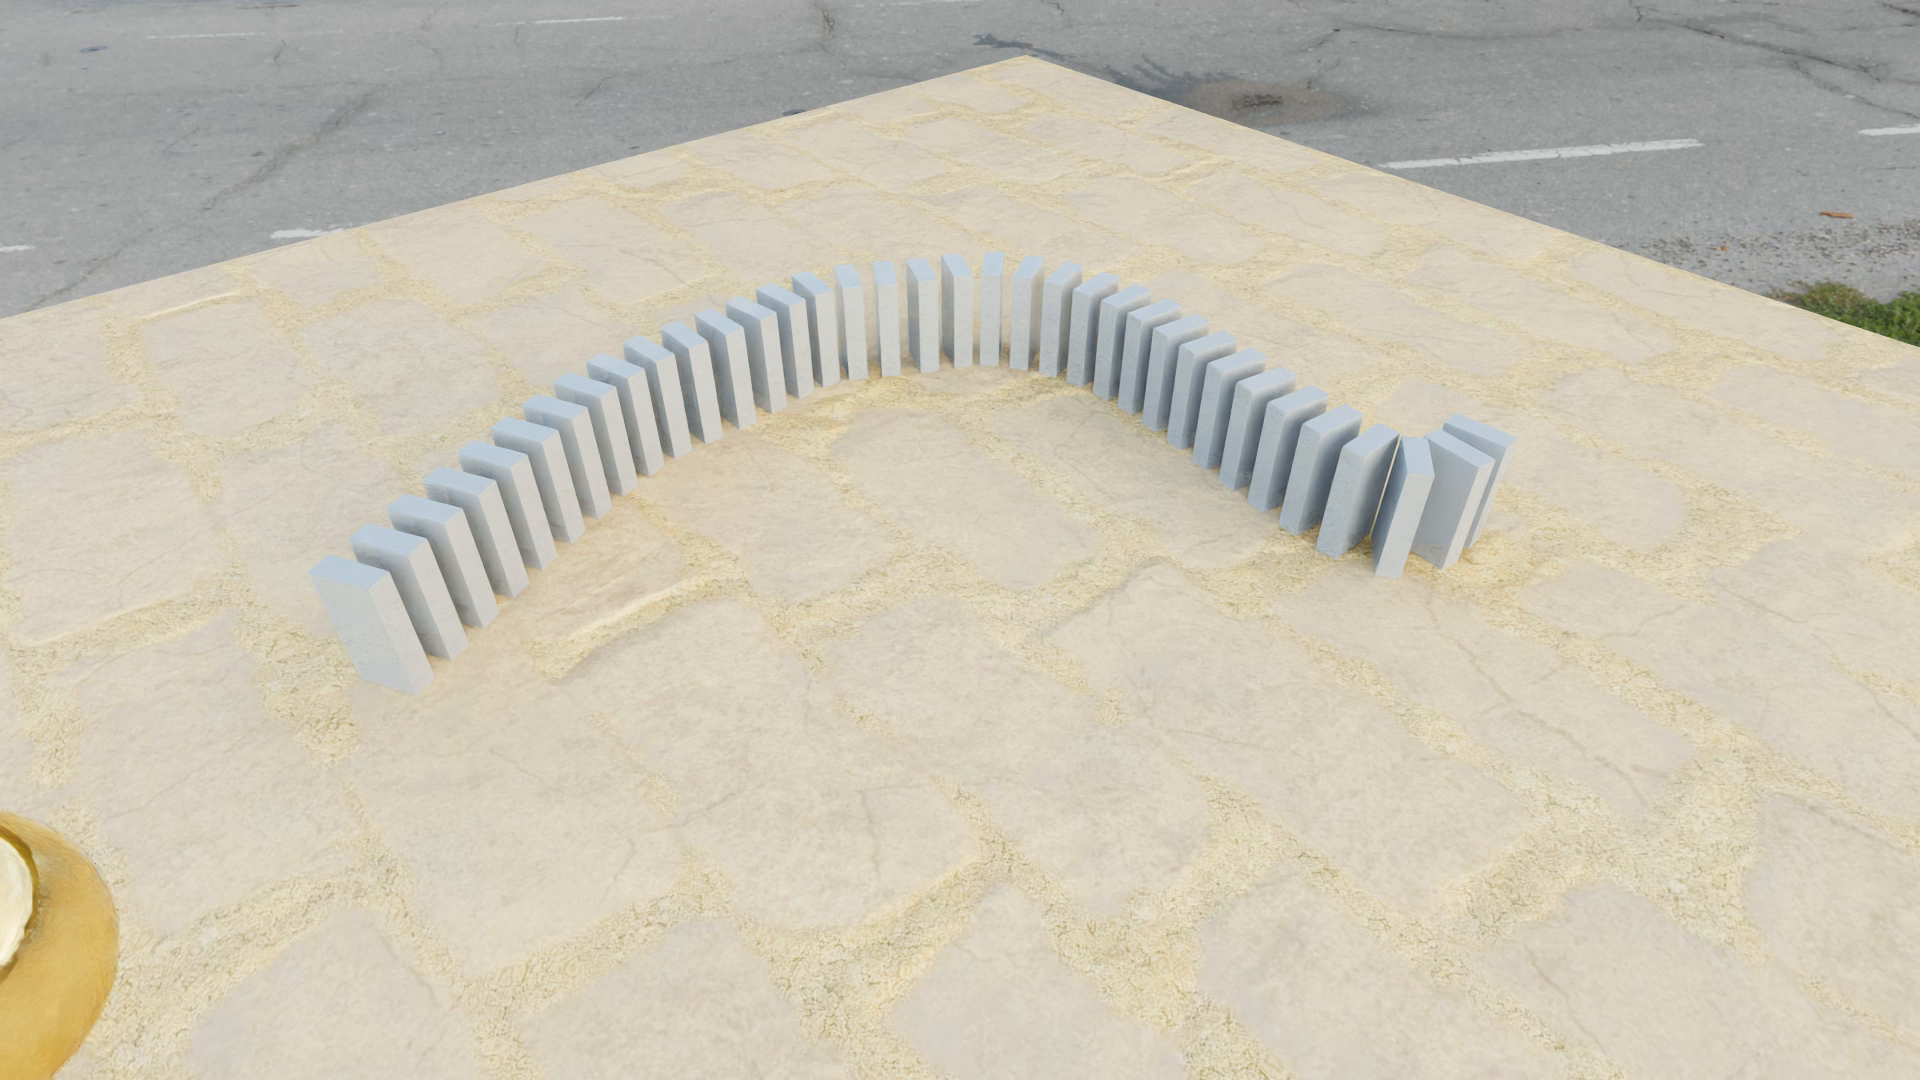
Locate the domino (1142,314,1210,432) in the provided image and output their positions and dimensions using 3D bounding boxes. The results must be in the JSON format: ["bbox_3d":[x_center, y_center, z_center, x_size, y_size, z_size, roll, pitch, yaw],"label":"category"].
[{"bbox_3d":[0.099,-0.076,0.504,0.025,0.050,0.010,-22,44,-25],"label":"domino"}]

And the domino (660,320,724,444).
[{"bbox_3d":[-0.121,-0.071,0.498,0.009,0.050,0.025,-29,47,-31],"label":"domino"}]

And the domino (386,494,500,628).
[{"bbox_3d":[-0.188,0.008,0.401,0.025,0.050,0.009,13,41,15],"label":"domino"}]

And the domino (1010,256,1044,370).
[{"bbox_3d":[0.033,-0.113,0.550,0.010,0.050,0.025,12,41,14],"label":"domino"}]

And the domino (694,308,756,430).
[{"bbox_3d":[-0.108,-0.079,0.507,0.009,0.050,0.025,-31,49,-32],"label":"domino"}]

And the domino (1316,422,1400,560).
[{"bbox_3d":[0.157,-0.019,0.435,0.025,0.050,0.009,-29,48,-31],"label":"domino"}]

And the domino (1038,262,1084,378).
[{"bbox_3d":[0.050,-0.109,0.544,0.009,0.050,0.025,19,43,22],"label":"domino"}]

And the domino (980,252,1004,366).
[{"bbox_3d":[0.016,-0.116,0.553,0.009,0.050,0.025,4,39,5],"label":"domino"}]

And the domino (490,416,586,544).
[{"bbox_3d":[-0.168,-0.023,0.440,0.025,0.050,0.009,15,42,17],"label":"domino"}]

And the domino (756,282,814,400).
[{"bbox_3d":[-0.084,-0.095,0.528,0.025,0.050,0.010,31,49,32],"label":"domino"}]

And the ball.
[{"bbox_3d":[-0.250,0.104,0.261,0.080,0.080,0.080,0,39,0],"label":"ball"}]

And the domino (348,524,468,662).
[{"bbox_3d":[-0.194,0.019,0.388,0.025,0.050,0.010,13,41,15],"label":"domino"}]

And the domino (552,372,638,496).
[{"bbox_3d":[-0.154,-0.044,0.465,0.025,0.050,0.009,18,42,20],"label":"domino"}]

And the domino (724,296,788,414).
[{"bbox_3d":[-0.096,-0.087,0.517,0.025,0.050,0.010,29,47,31],"label":"domino"}]

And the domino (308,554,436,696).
[{"bbox_3d":[-0.200,0.030,0.375,0.025,0.050,0.010,13,41,16],"label":"domino"}]

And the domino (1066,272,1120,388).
[{"bbox_3d":[0.065,-0.102,0.536,0.010,0.050,0.025,28,47,30],"label":"domino"}]

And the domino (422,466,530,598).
[{"bbox_3d":[-0.182,-0.002,0.414,0.025,0.050,0.009,13,41,16],"label":"domino"}]

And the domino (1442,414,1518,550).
[{"bbox_3d":[0.201,-0.023,0.440,0.025,0.050,0.009,32,49,33],"label":"domino"}]

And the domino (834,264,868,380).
[{"bbox_3d":[-0.054,-0.107,0.542,0.010,0.050,0.025,-10,40,-12],"label":"domino"}]

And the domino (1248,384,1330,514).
[{"bbox_3d":[0.136,-0.037,0.457,0.025,0.050,0.010,-22,44,-24],"label":"domino"}]

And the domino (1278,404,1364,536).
[{"bbox_3d":[0.146,-0.028,0.446,0.025,0.050,0.009,-24,45,-26],"label":"domino"}]

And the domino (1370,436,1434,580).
[{"bbox_3d":[0.171,-0.012,0.427,0.010,0.050,0.025,8,40,10],"label":"domino"}]

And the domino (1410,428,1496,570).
[{"bbox_3d":[0.188,-0.015,0.430,0.009,0.050,0.025,-23,44,-25],"label":"domino"}]

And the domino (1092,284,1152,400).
[{"bbox_3d":[0.078,-0.094,0.527,0.025,0.050,0.010,-30,48,-32],"label":"domino"}]

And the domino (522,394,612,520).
[{"bbox_3d":[-0.161,-0.034,0.453,0.025,0.050,0.009,16,42,18],"label":"domino"}]

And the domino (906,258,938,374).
[{"bbox_3d":[-0.019,-0.111,0.548,0.010,0.050,0.025,-10,40,-12],"label":"domino"}]

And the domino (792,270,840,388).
[{"bbox_3d":[-0.070,-0.103,0.537,0.010,0.050,0.025,-23,44,-25],"label":"domino"}]

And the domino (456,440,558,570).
[{"bbox_3d":[-0.175,-0.013,0.427,0.025,0.050,0.009,14,41,17],"label":"domino"}]

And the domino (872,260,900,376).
[{"bbox_3d":[-0.036,-0.109,0.545,0.010,0.050,0.025,-6,40,-7],"label":"domino"}]

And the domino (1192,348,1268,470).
[{"bbox_3d":[0.117,-0.057,0.481,0.025,0.050,0.009,-21,44,-23],"label":"domino"}]

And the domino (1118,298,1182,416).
[{"bbox_3d":[0.089,-0.086,0.516,0.025,0.050,0.009,-24,45,-27],"label":"domino"}]

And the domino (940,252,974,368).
[{"bbox_3d":[-0.002,-0.115,0.552,0.010,0.050,0.025,-10,40,-12],"label":"domino"}]

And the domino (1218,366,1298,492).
[{"bbox_3d":[0.127,-0.047,0.469,0.025,0.050,0.010,-21,44,-24],"label":"domino"}]

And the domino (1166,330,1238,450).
[{"bbox_3d":[0.108,-0.067,0.493,0.025,0.050,0.009,-21,44,-24],"label":"domino"}]

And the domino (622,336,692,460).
[{"bbox_3d":[-0.134,-0.063,0.489,0.025,0.050,0.009,30,48,31],"label":"domino"}]

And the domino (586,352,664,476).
[{"bbox_3d":[-0.145,-0.054,0.477,0.025,0.050,0.009,22,44,24],"label":"domino"}]
